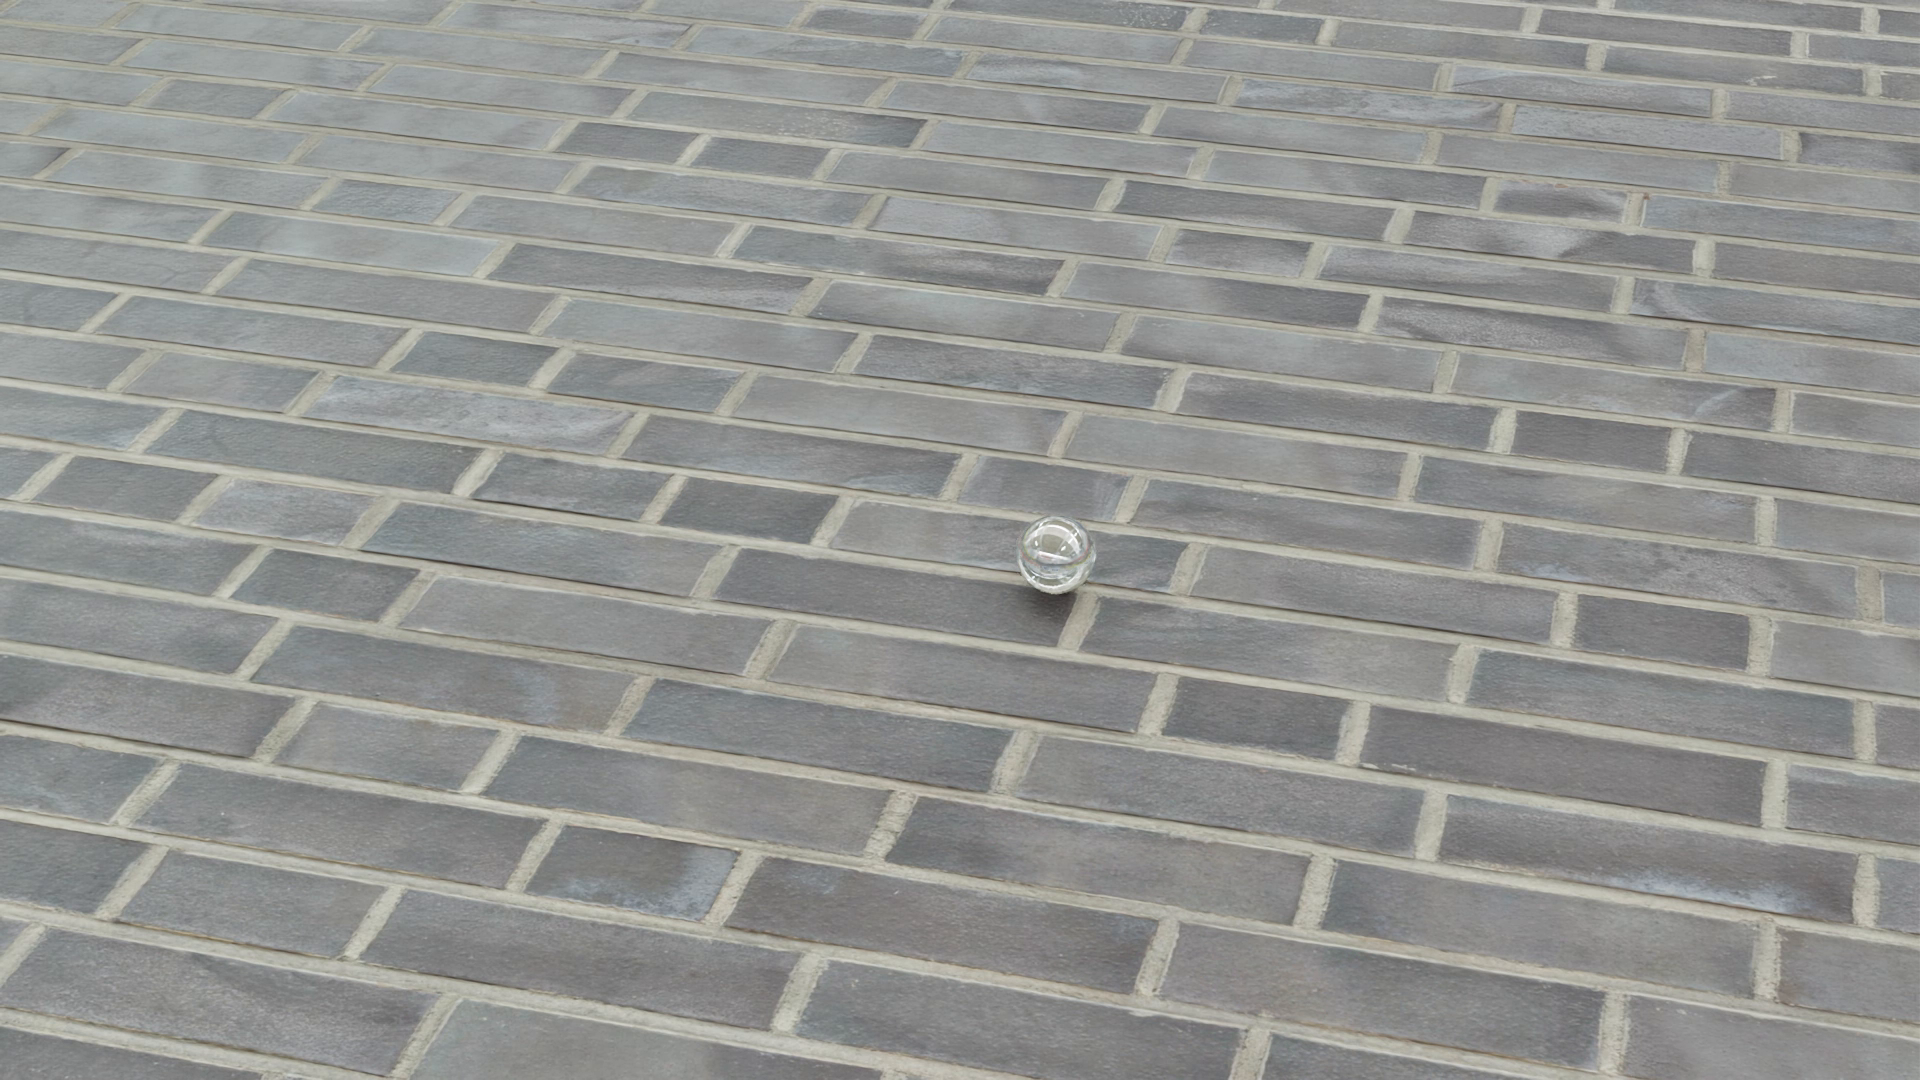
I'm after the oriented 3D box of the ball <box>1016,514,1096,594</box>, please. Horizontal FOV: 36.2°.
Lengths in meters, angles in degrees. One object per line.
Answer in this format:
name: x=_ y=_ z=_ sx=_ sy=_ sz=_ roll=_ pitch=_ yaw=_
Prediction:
ball: x=0.052 y=0.008 z=1.583 sx=0.043 sy=0.043 sz=0.043 roll=0 pitch=31 yaw=0
